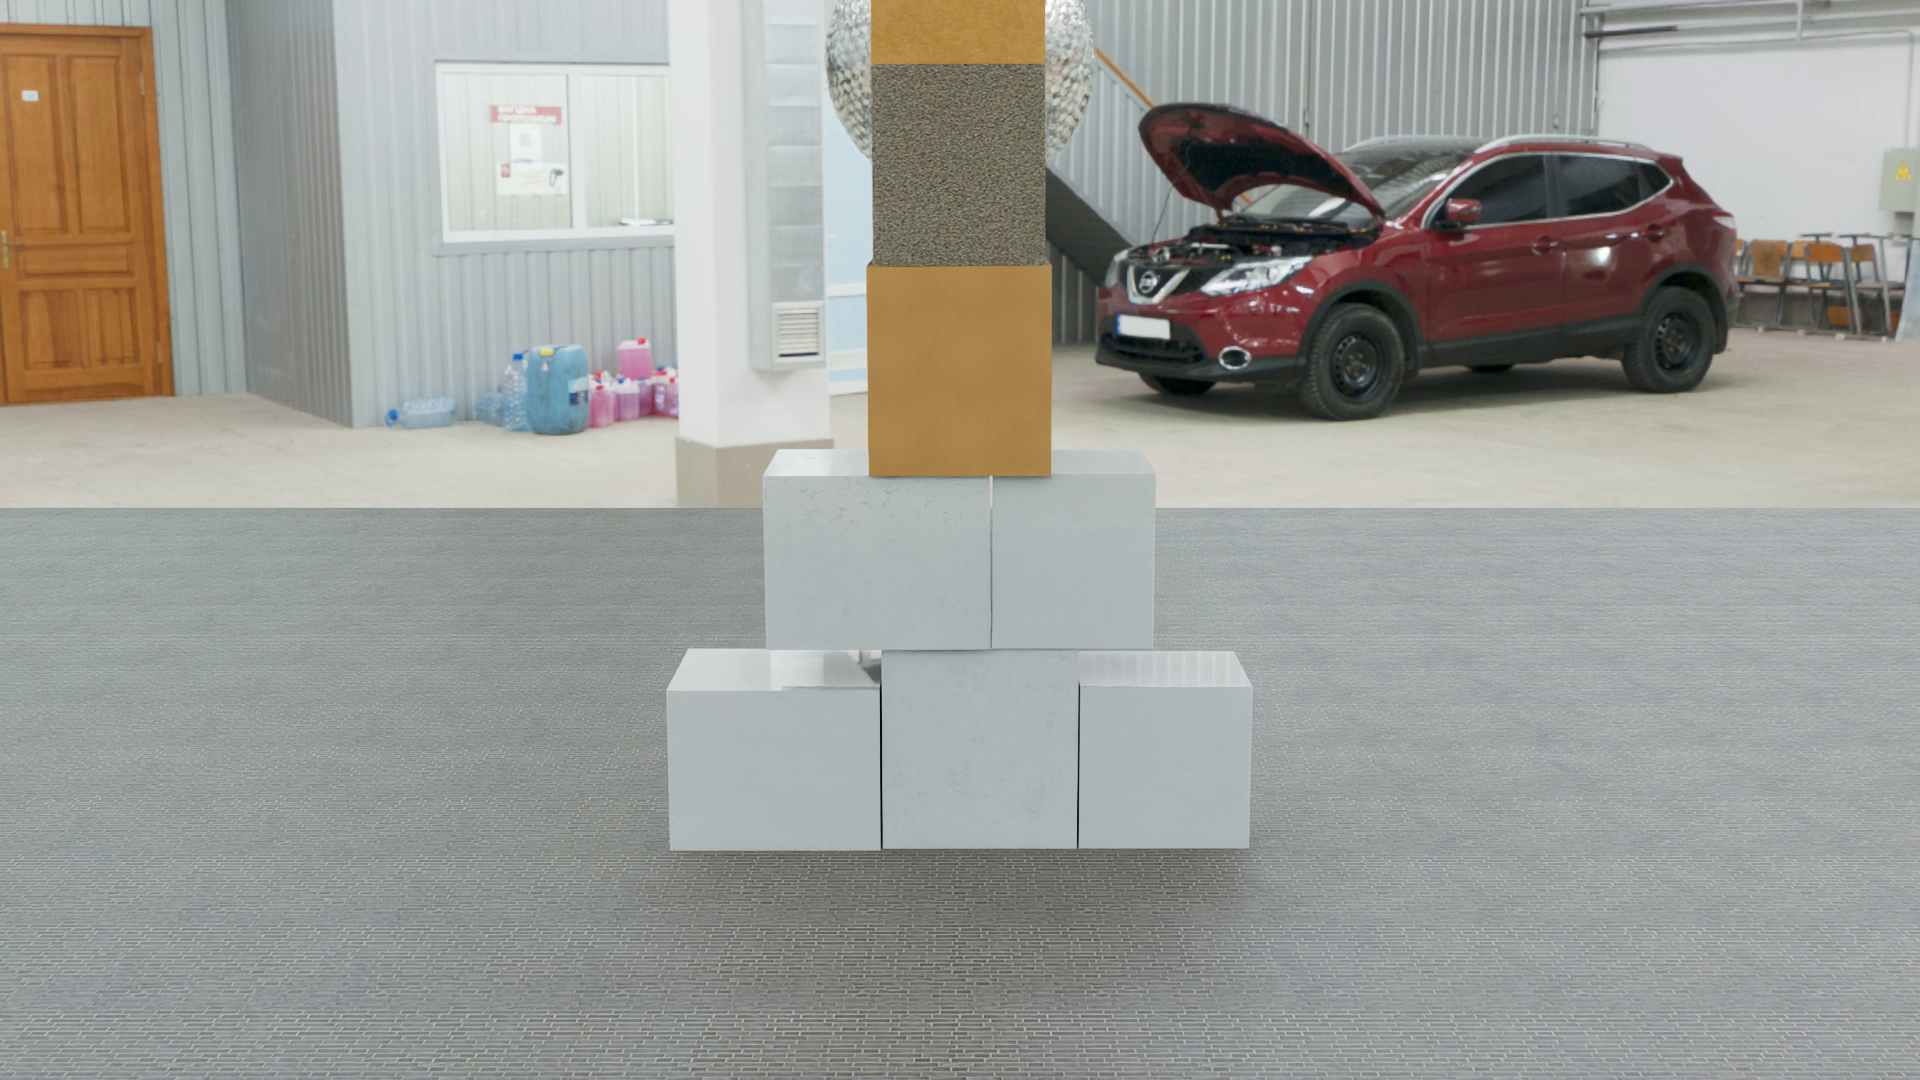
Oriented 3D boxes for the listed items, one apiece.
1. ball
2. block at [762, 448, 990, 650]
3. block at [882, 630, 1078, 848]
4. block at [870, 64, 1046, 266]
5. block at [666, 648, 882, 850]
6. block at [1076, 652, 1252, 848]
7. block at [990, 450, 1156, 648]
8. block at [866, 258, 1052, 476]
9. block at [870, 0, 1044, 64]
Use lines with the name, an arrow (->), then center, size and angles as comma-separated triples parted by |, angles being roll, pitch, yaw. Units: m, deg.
ball -> 0.000, -2.835, 12.998 | 1.600, 1.600, 1.600 | 0, 10, 0
block -> -0.405, 0.030, 11.196 | 1.102, 0.867, 0.934 | 0, 10, 0
block -> 0.099, 0.966, 11.363 | 0.974, 1.034, 0.840 | 0, 10, 0
block -> -0.006, -1.848, 10.828 | 0.820, 0.942, 0.875 | 0, 10, 0
block -> -0.925, 1.068, 11.387 | 1.054, 0.824, 0.912 | 0, 10, 0
block -> 1.024, 1.069, 11.356 | 0.856, 0.834, 0.779 | 0, 10, 0
block -> 0.556, 0.031, 11.181 | 0.795, 0.870, 0.849 | 0, 10, 0
block -> -0.002, -0.892, 11.017 | 0.883, 1.007, 0.973 | 0, 10, 0
block -> -0.010, -2.721, 10.674 | 0.814, 0.831, 0.827 | 0, 10, 0
